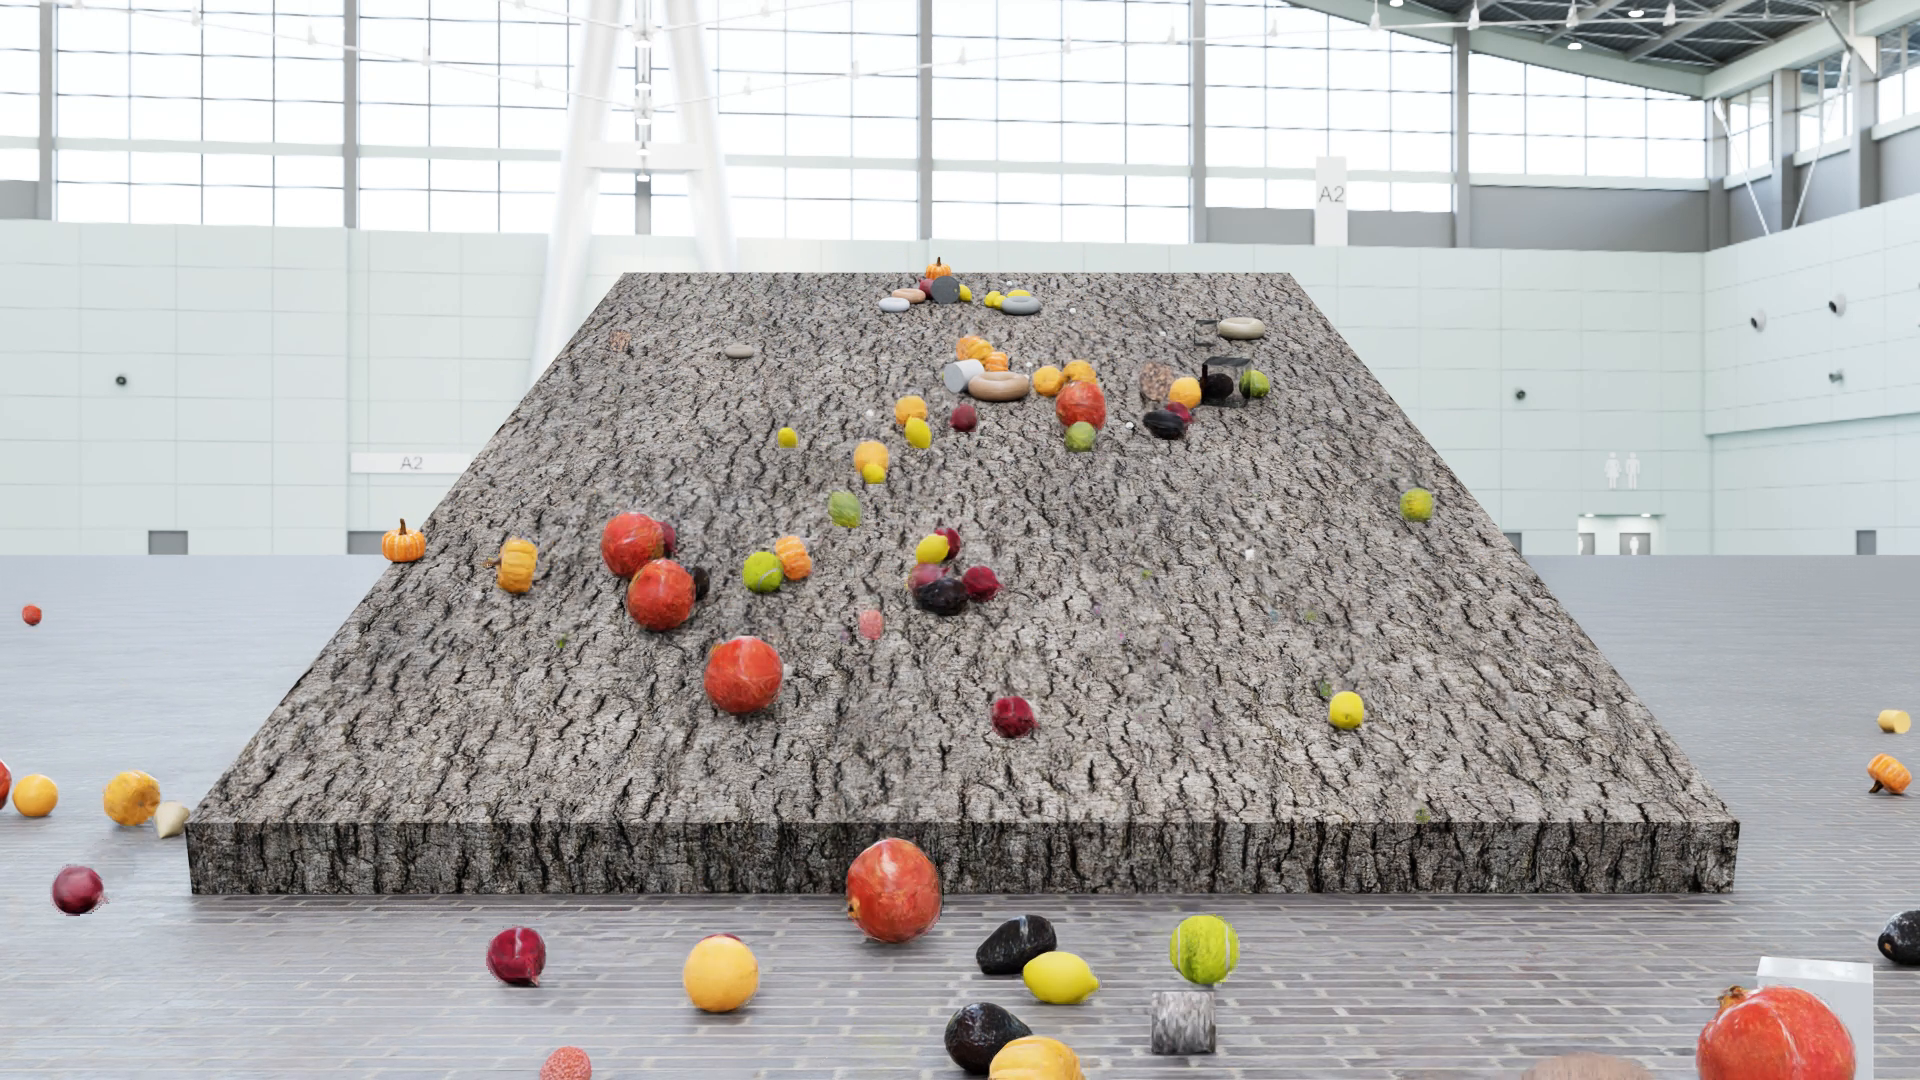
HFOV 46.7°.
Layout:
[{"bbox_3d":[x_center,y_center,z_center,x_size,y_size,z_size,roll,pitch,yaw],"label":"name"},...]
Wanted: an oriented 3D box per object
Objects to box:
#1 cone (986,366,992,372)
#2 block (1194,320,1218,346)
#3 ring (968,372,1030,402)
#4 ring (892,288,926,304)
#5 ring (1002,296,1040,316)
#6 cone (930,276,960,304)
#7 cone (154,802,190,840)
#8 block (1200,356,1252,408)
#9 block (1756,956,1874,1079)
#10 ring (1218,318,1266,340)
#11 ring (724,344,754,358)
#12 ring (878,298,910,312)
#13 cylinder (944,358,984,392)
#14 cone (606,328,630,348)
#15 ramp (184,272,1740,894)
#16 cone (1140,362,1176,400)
[{"bbox_3d":[0.068,-0.382,5.204,0.052,0.052,0.052,0,17,0],"label":"cone"},{"bbox_3d":[0.629,-0.530,5.685,0.056,0.056,0.056,3,17,9],"label":"block"},{"bbox_3d":[0.090,-0.354,5.122,0.144,0.048,0.144,-1,17,0],"label":"ring"},{"bbox_3d":[-0.144,-0.683,6.226,0.097,0.032,0.097,1,16,0],"label":"ring"},{"bbox_3d":[0.167,-0.642,6.084,0.109,0.036,0.109,-1,21,0],"label":"ring"},{"bbox_3d":[-0.041,-0.691,6.244,0.083,0.083,0.083,0,-10,0],"label":"cone"},{"bbox_3d":[-1.229,0.447,3.441,0.060,0.060,0.060,0,26,3],"label":"cone"},{"bbox_3d":[0.607,-0.360,5.064,0.095,0.095,0.095,5,18,17],"label":"block"},{"bbox_3d":[0.726,0.410,1.886,0.090,0.090,0.090,0,0,22],"label":"block"},{"bbox_3d":[0.733,-0.550,5.777,0.123,0.041,0.123,-1,18,0],"label":"ring"},{"bbox_3d":[-0.550,-0.469,5.536,0.075,0.025,0.075,1,16,0],"label":"ring"},{"bbox_3d":[-0.181,-0.647,6.112,0.086,0.029,0.086,1,18,0],"label":"ring"},{"bbox_3d":[0.010,-0.383,5.179,0.069,0.069,0.069,-16,11,-42],"label":"cylinder"},{"bbox_3d":[-0.859,-0.498,5.628,0.058,0.058,0.058,0,-21,5],"label":"cone"},{"bbox_3d":[-0.003,-0.173,4.782,2.000,0.100,4.000,0,17,0],"label":"ramp"},{"bbox_3d":[0.439,-0.356,5.140,0.092,0.092,0.092,0,-11,-18],"label":"cone"}]
